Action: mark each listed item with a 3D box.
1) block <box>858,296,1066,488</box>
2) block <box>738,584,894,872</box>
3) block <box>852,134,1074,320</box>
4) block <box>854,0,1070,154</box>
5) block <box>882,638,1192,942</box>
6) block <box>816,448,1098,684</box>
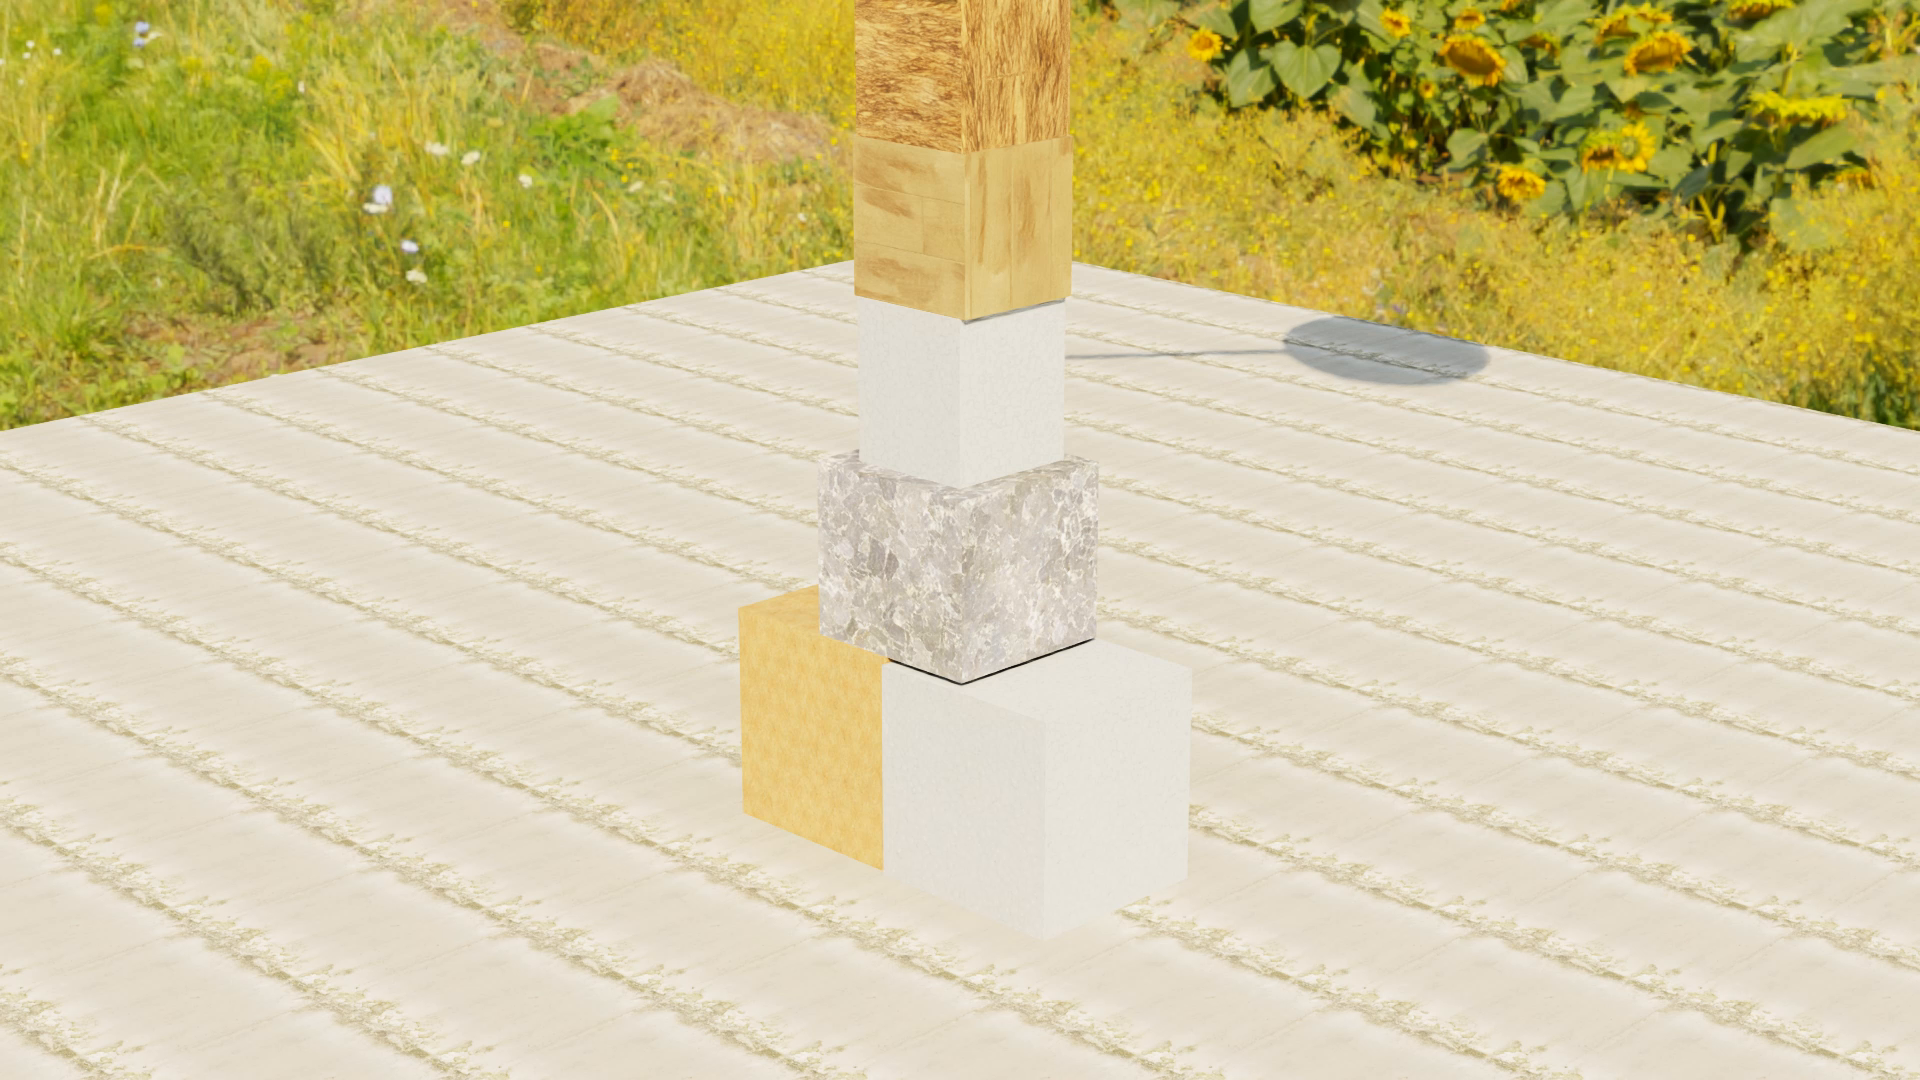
[{"bbox_3d":[0.007,-0.722,13.121,0.665,0.756,0.642,-17,24,-42],"label":"block"},{"bbox_3d":[-0.372,0.827,13.972,0.913,1.044,0.996,-17,24,-42],"label":"block"},{"bbox_3d":[0.013,-1.425,12.906,0.669,0.714,0.693,-17,24,-42],"label":"block"},{"bbox_3d":[0.012,-2.079,12.700,0.668,0.656,0.650,-17,24,-42],"label":"block"},{"bbox_3d":[0.344,1.055,13.288,0.953,1.020,1.015,-17,24,-42],"label":"block"},{"bbox_3d":[-0.010,0.041,13.344,0.874,0.833,0.925,-17,24,-42],"label":"block"}]
